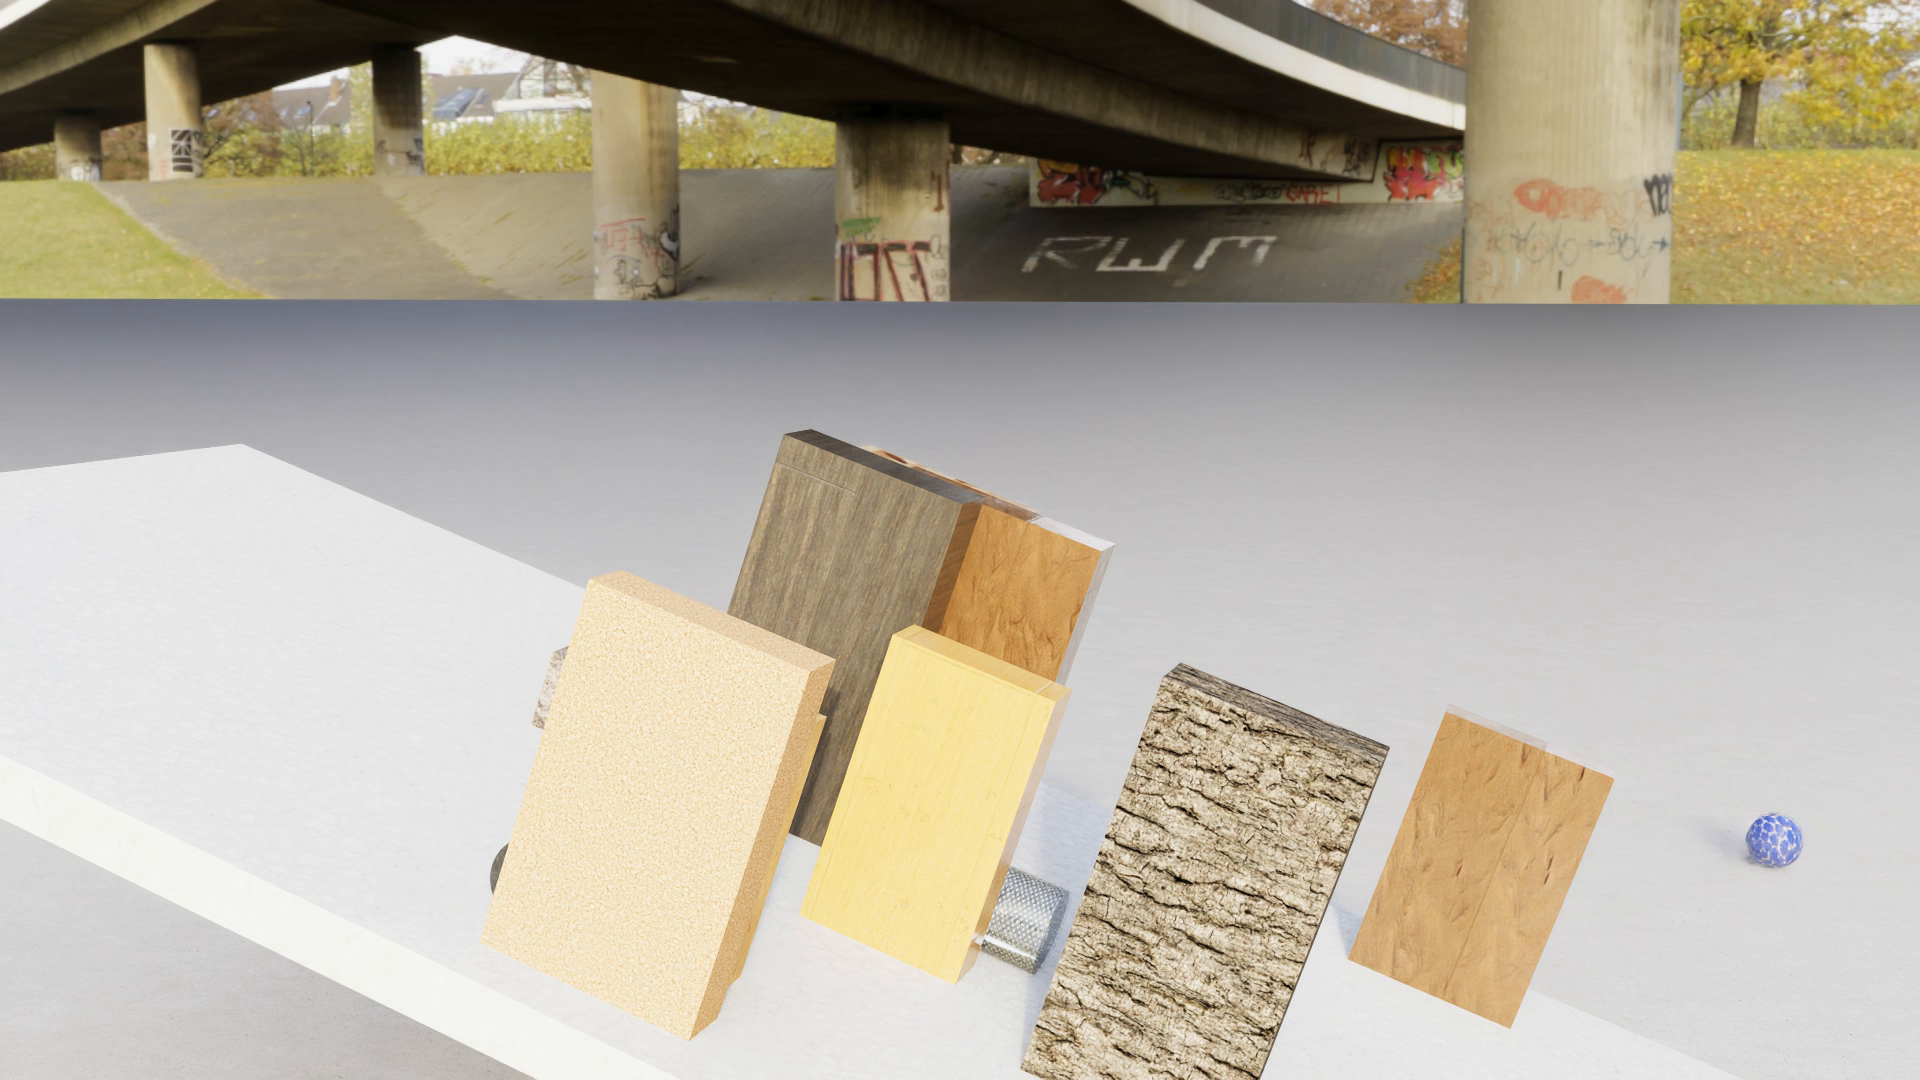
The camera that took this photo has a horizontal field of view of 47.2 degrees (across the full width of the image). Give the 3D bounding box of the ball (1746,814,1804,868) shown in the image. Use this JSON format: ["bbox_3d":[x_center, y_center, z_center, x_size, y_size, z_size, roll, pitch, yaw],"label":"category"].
[{"bbox_3d":[2.544,0.941,6.868,0.167,0.167,0.167,0,7,0],"label":"ball"}]

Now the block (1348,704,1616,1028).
[{"bbox_3d":[1.078,0.675,4.561,0.356,0.572,0.090,22,12,14],"label":"block"}]

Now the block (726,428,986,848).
[{"bbox_3d":[-0.259,0.197,4.284,0.377,0.733,0.147,22,12,14],"label":"block"}]

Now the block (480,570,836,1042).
[{"bbox_3d":[-0.466,0.402,3.354,0.372,0.611,0.109,22,12,14],"label":"block"}]

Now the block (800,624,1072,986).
[{"bbox_3d":[-0.045,0.464,3.875,0.308,0.543,0.118,22,12,14],"label":"block"}]

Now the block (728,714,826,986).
[{"bbox_3d":[-0.415,0.460,3.518,0.248,0.468,0.118,22,12,14],"label":"block"}]

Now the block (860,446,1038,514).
[{"bbox_3d":[-0.139,0.190,4.623,0.391,0.679,0.131,22,12,14],"label":"block"}]

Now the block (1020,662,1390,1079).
[{"bbox_3d":[0.392,0.598,3.553,0.361,0.704,0.139,22,12,14],"label":"block"}]

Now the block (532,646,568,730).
[{"bbox_3d":[-0.737,0.313,4.425,0.159,0.159,0.159,21,12,12],"label":"block"}]

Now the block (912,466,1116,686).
[{"bbox_3d":[-0.016,0.256,4.479,0.445,0.694,0.119,22,12,14],"label":"block"}]

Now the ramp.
[{"bbox_3d":[-0.342,0.633,4.216,4.000,0.100,2.000,22,12,14],"label":"ramp"}]

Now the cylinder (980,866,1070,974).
[{"bbox_3d":[0.092,0.684,4.015,0.164,0.164,0.164,22,12,14],"label":"cylinder"}]
